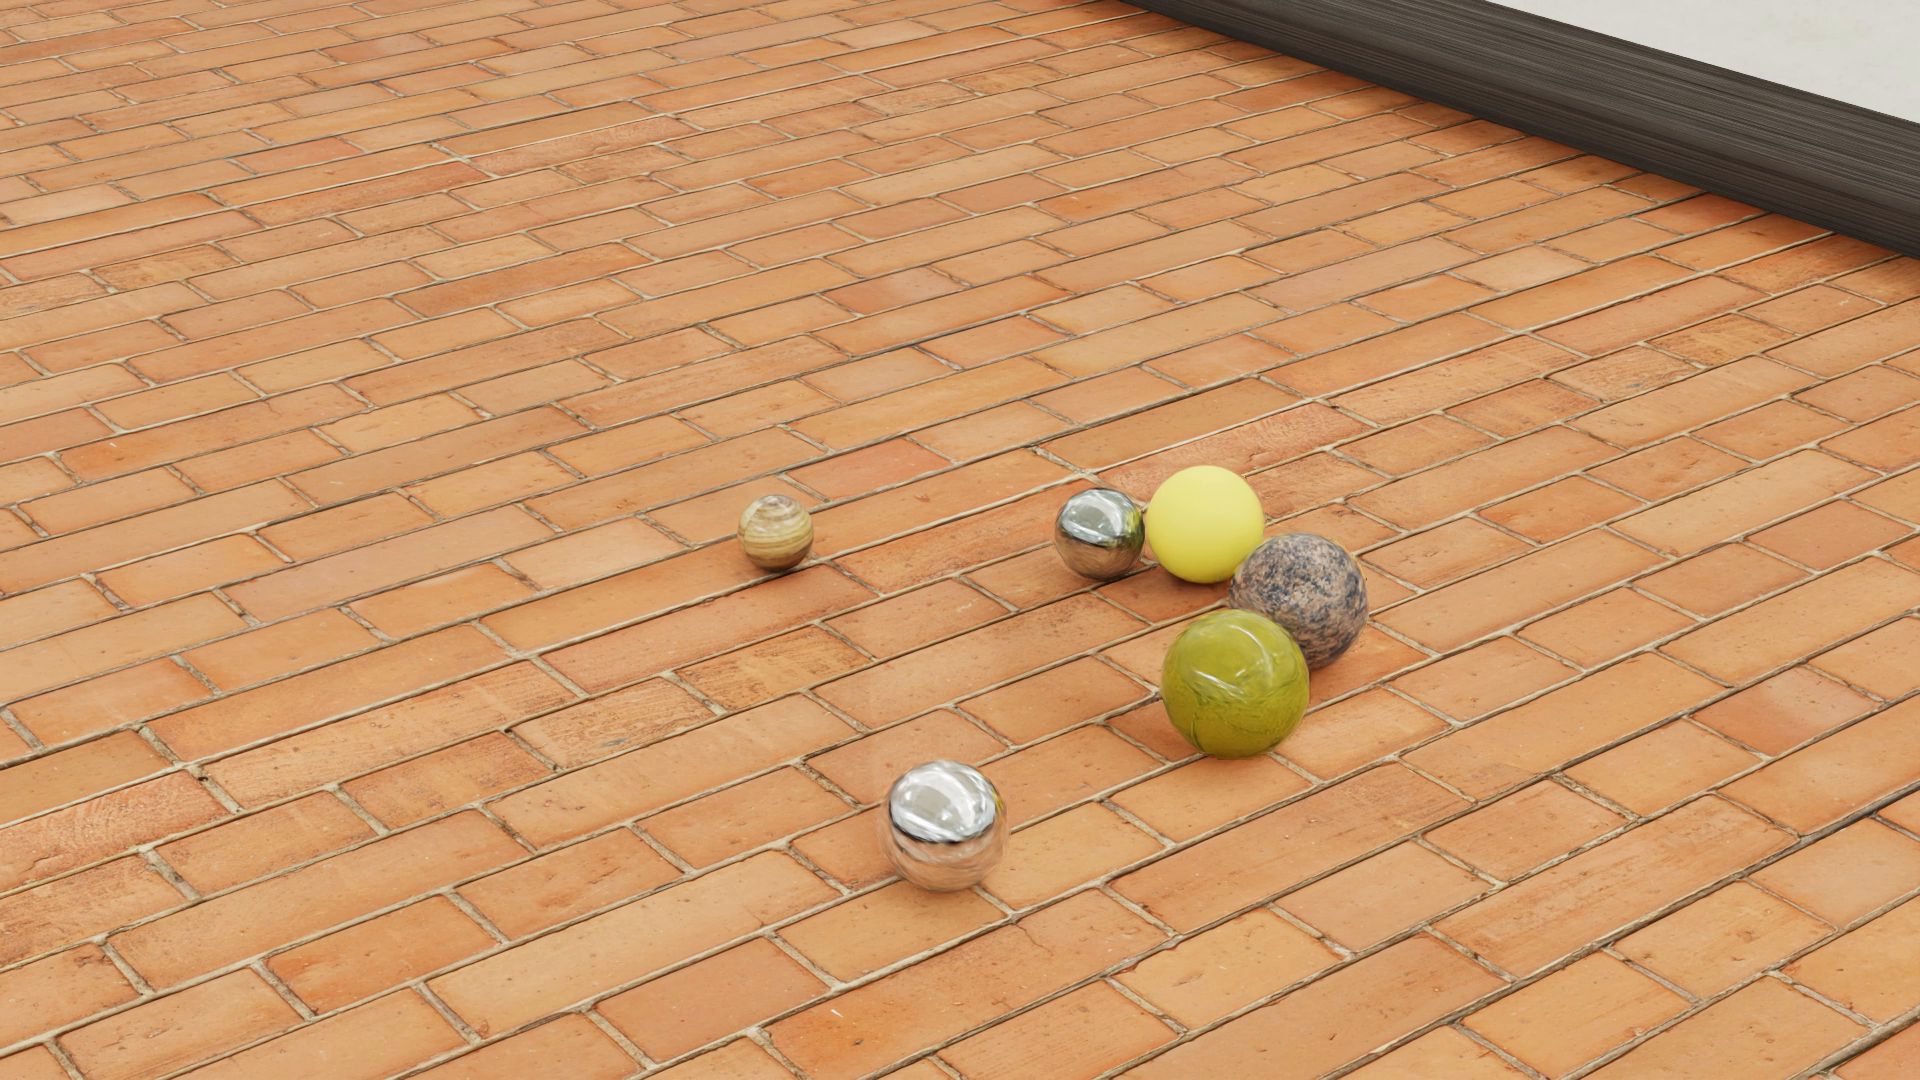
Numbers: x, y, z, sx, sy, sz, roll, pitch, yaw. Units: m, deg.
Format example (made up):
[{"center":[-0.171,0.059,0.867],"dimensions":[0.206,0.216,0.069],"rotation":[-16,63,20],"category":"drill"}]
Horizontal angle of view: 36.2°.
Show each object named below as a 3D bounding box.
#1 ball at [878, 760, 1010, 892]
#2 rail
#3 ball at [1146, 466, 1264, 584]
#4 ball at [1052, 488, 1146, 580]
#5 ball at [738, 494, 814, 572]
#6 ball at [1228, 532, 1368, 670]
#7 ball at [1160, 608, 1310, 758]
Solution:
[{"center":[-0.010,0.170,1.749],"dimensions":[0.078,0.078,0.078],"rotation":[0,25,0],"category":"ball"},{"center":[0.251,-0.665,3.448],"dimensions":[0.045,0.125,4.130],"rotation":[-18,31,-33],"category":"rail"},{"center":[0.177,-0.011,2.122],"dimensions":[0.085,0.085,0.085],"rotation":[0,25,0],"category":"ball"},{"center":[0.101,-0.005,2.130],"dimensions":[0.067,0.067,0.067],"rotation":[0,25,0],"category":"ball"},{"center":[-0.134,-0.005,2.143],"dimensions":[0.056,0.056,0.056],"rotation":[0,25,0],"category":"ball"},{"center":[0.230,0.042,2.000],"dimensions":[0.094,0.094,0.094],"rotation":[0,25,0],"category":"ball"},{"center":[0.177,0.092,1.891],"dimensions":[0.096,0.096,0.096],"rotation":[0,25,0],"category":"ball"}]
